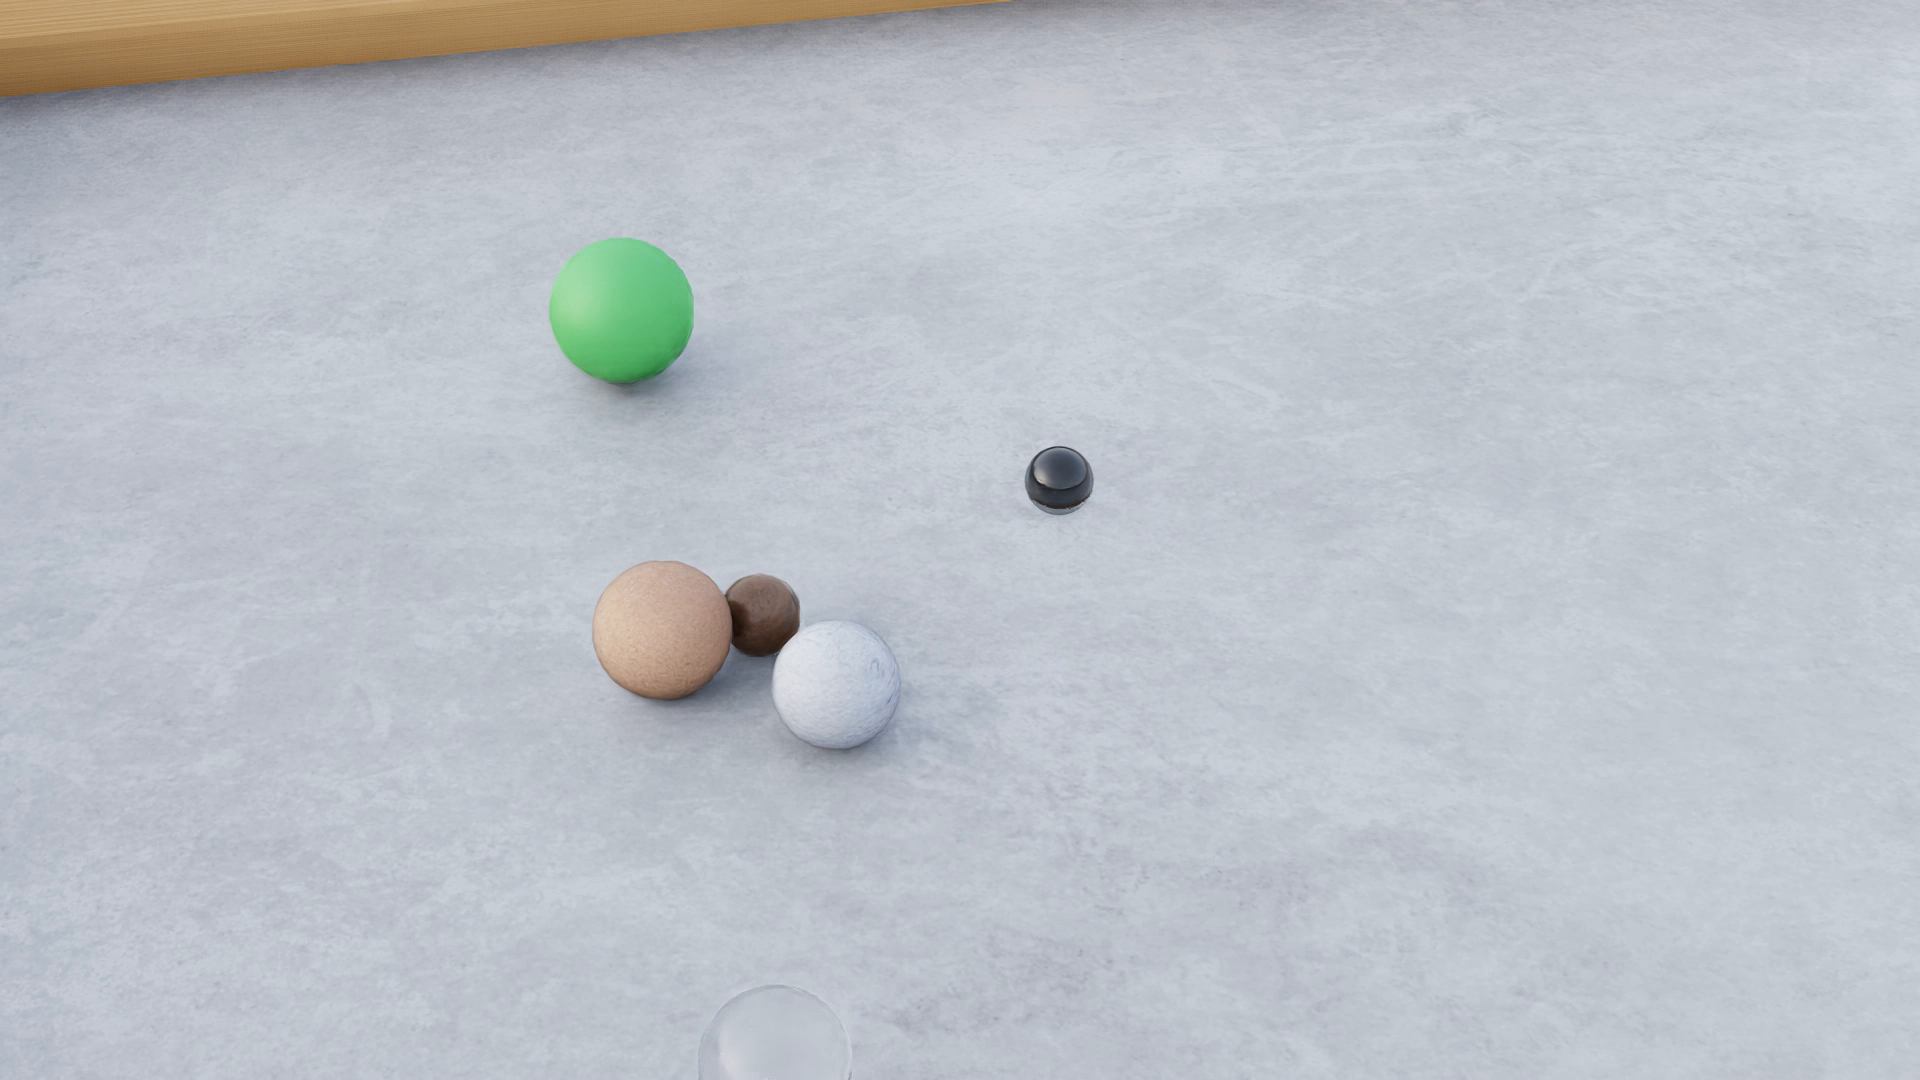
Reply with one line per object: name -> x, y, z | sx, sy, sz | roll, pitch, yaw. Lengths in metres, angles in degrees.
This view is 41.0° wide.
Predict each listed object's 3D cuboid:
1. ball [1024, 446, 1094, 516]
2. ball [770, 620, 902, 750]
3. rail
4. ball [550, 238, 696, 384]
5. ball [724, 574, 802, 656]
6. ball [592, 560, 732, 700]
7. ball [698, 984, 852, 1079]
ball -> 0.064, -0.038, 1.648 | 0.045, 0.045, 0.045 | 0, 36, 0
ball -> -0.070, 0.082, 1.458 | 0.074, 0.074, 0.074 | 0, 36, 0
rail -> 0.548, -0.590, 2.335 | 2.990, 0.129, 0.045 | -8, 37, -10
ball -> -0.232, -0.158, 1.766 | 0.099, 0.099, 0.099 | 0, 36, 0
ball -> -0.119, 0.045, 1.530 | 0.049, 0.049, 0.049 | 0, 36, 0
ball -> -0.173, 0.052, 1.492 | 0.082, 0.082, 0.082 | 0, 36, 0
ball -> -0.089, 0.250, 1.226 | 0.074, 0.074, 0.074 | 0, 36, 0
